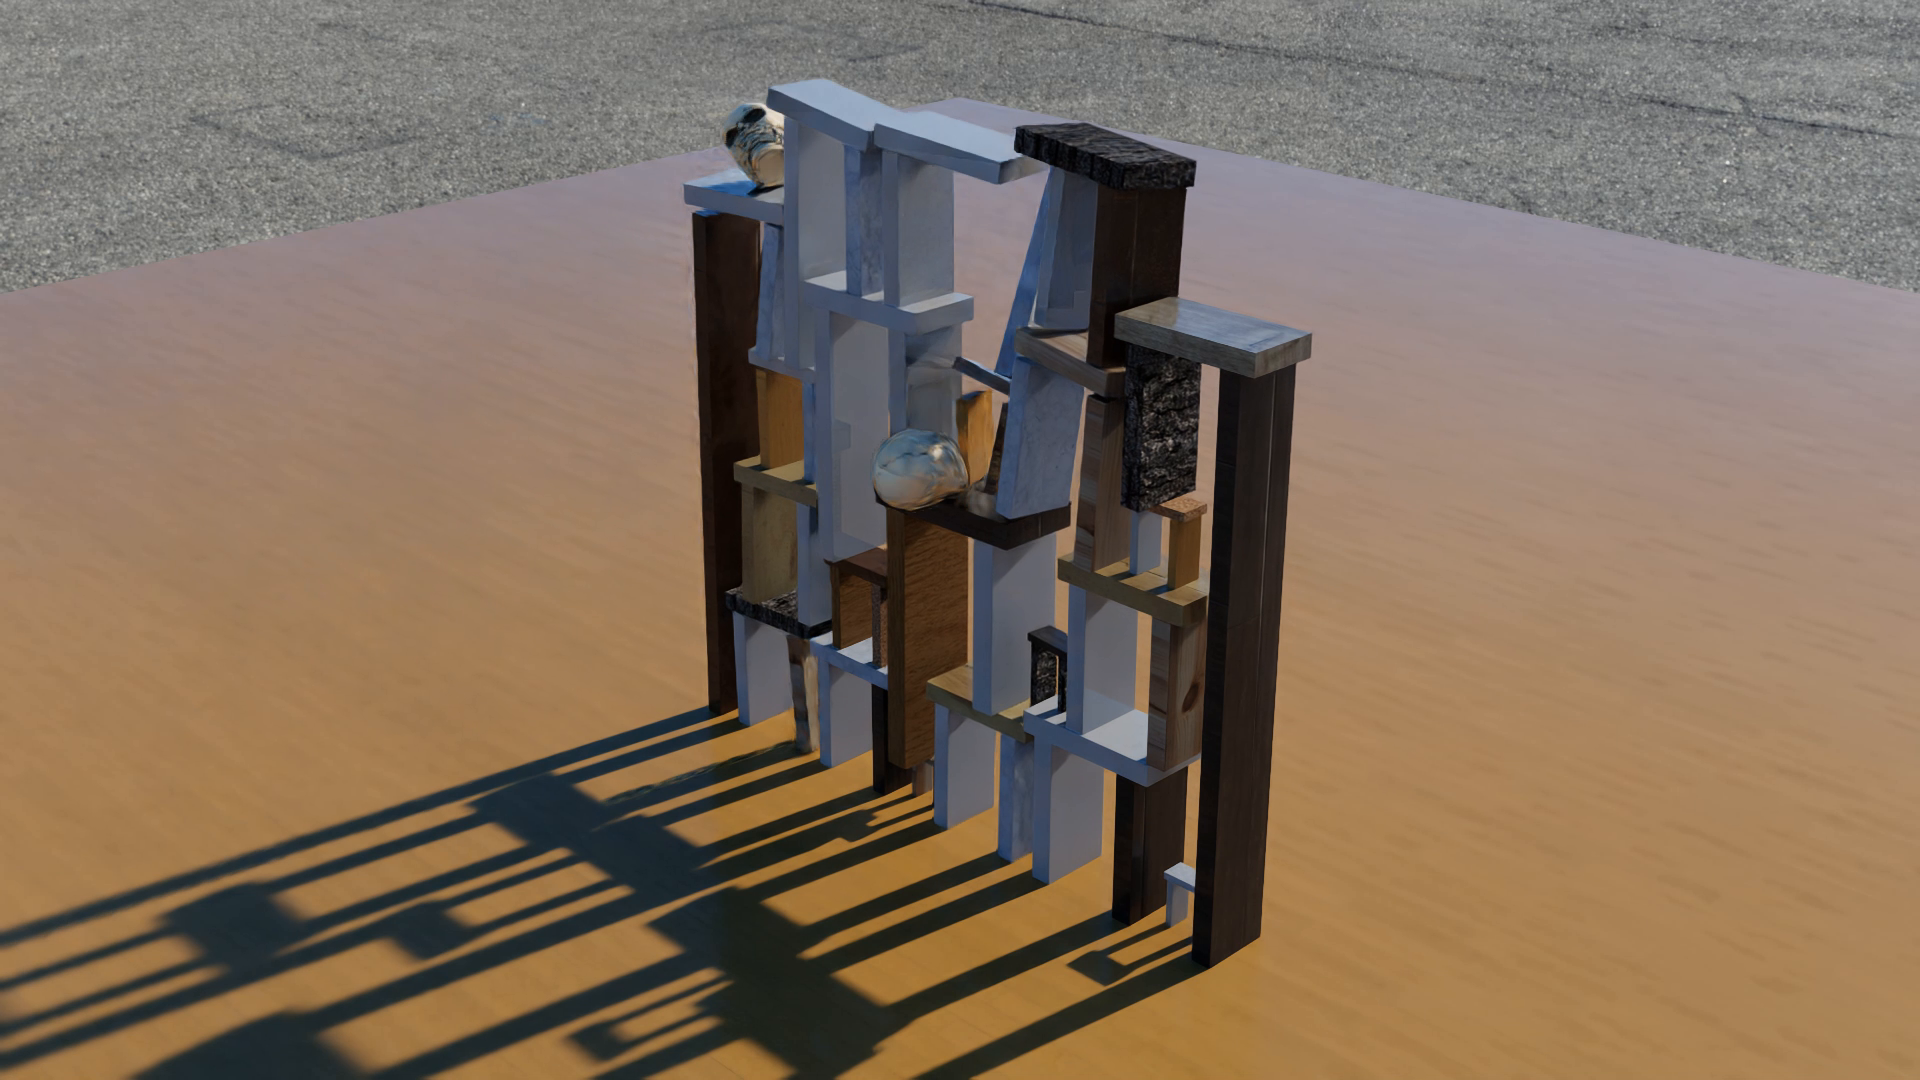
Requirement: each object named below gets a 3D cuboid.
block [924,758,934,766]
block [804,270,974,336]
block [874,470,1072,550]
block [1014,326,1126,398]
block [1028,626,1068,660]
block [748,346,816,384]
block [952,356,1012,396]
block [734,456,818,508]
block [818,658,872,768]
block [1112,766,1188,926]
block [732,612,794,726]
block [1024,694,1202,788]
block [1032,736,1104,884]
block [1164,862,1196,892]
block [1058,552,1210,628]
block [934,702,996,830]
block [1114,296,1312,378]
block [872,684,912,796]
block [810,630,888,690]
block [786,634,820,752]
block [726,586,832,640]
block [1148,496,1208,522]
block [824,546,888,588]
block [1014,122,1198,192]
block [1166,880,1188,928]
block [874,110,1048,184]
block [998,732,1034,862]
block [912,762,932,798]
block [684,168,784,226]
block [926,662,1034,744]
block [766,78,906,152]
[{"bbox_3d":[-0.056,0.439,4.475,0.092,0.013,0.046,21,30,41],"label":"block"},{"bbox_3d":[-0.138,-0.457,4.189,0.307,0.043,0.153,21,30,40],"label":"block"},{"bbox_3d":[0.022,-0.073,4.186,0.350,0.050,0.175,20,29,41],"label":"block"},{"bbox_3d":[0.237,-0.320,3.872,0.149,0.042,0.298,-8,23,-29],"label":"block"},{"bbox_3d":[0.185,0.192,4.111,0.055,0.016,0.110,-18,30,-37],"label":"block"},{"bbox_3d":[-0.320,-0.364,4.446,0.209,0.030,0.104,20,33,40],"label":"block"},{"bbox_3d":[0.077,-0.294,4.124,0.171,0.024,0.085,29,9,26],"label":"block"},{"bbox_3d":[-0.332,-0.129,4.541,0.133,0.038,0.266,-19,27,-41],"label":"block"},{"bbox_3d":[-0.240,0.345,4.631,0.035,0.247,0.123,21,31,41],"label":"block"},{"bbox_3d":[0.352,0.548,4.078,0.043,0.305,0.153,21,31,41],"label":"block"},{"bbox_3d":[-0.427,0.262,4.804,0.037,0.264,0.132,20,30,41],"label":"block"},{"bbox_3d":[0.280,0.360,4.076,0.305,0.043,0.153,21,31,41],"label":"block"},{"bbox_3d":[0.208,0.492,4.210,0.043,0.305,0.153,21,31,41],"label":"block"},{"bbox_3d":[0.425,0.623,4.029,0.096,0.014,0.048,21,31,41],"label":"block"},{"bbox_3d":[0.330,0.071,3.901,0.146,0.041,0.292,-21,31,-40],"label":"block"},{"bbox_3d":[0.010,0.431,4.399,0.134,0.268,0.038,-20,30,-41],"label":"block"},{"bbox_3d":[0.415,-0.337,3.625,0.148,0.042,0.296,-21,31,-41],"label":"block"},{"bbox_3d":[-0.123,0.391,4.524,0.035,0.247,0.123,21,31,41],"label":"block"},{"bbox_3d":[-0.181,0.238,4.523,0.247,0.035,0.123,21,31,41],"label":"block"},{"bbox_3d":[-0.302,0.306,4.700,0.037,0.264,0.132,10,25,34],"label":"block"},{"bbox_3d":[-0.364,0.143,4.691,0.264,0.037,0.132,18,28,40],"label":"block"},{"bbox_3d":[0.359,-0.064,3.816,0.128,0.018,0.064,21,31,40],"label":"block"},{"bbox_3d":[-0.179,0.047,4.433,0.090,0.026,0.181,-21,31,-41],"label":"block"},{"bbox_3d":[0.245,-0.657,3.759,0.153,0.043,0.307,-10,26,-33],"label":"block"},{"bbox_3d":[0.403,0.665,4.071,0.014,0.096,0.048,21,31,41],"label":"block"},{"bbox_3d":[0.002,-0.708,3.955,0.288,0.041,0.144,24,32,32],"label":"block"},{"bbox_3d":[0.137,0.480,4.283,0.134,0.268,0.038,-20,30,-41],"label":"block"},{"bbox_3d":[-0.077,0.478,4.516,0.046,0.092,0.013,-22,31,-41],"label":"block"},{"bbox_3d":[-0.398,-0.681,4.356,0.287,0.041,0.144,18,31,39],"label":"block"},{"bbox_3d":[0.076,0.313,4.282,0.268,0.038,0.134,21,30,40],"label":"block"},{"bbox_3d":[-0.218,-0.799,4.126,0.140,0.040,0.280,-20,39,-41],"label":"block"}]
